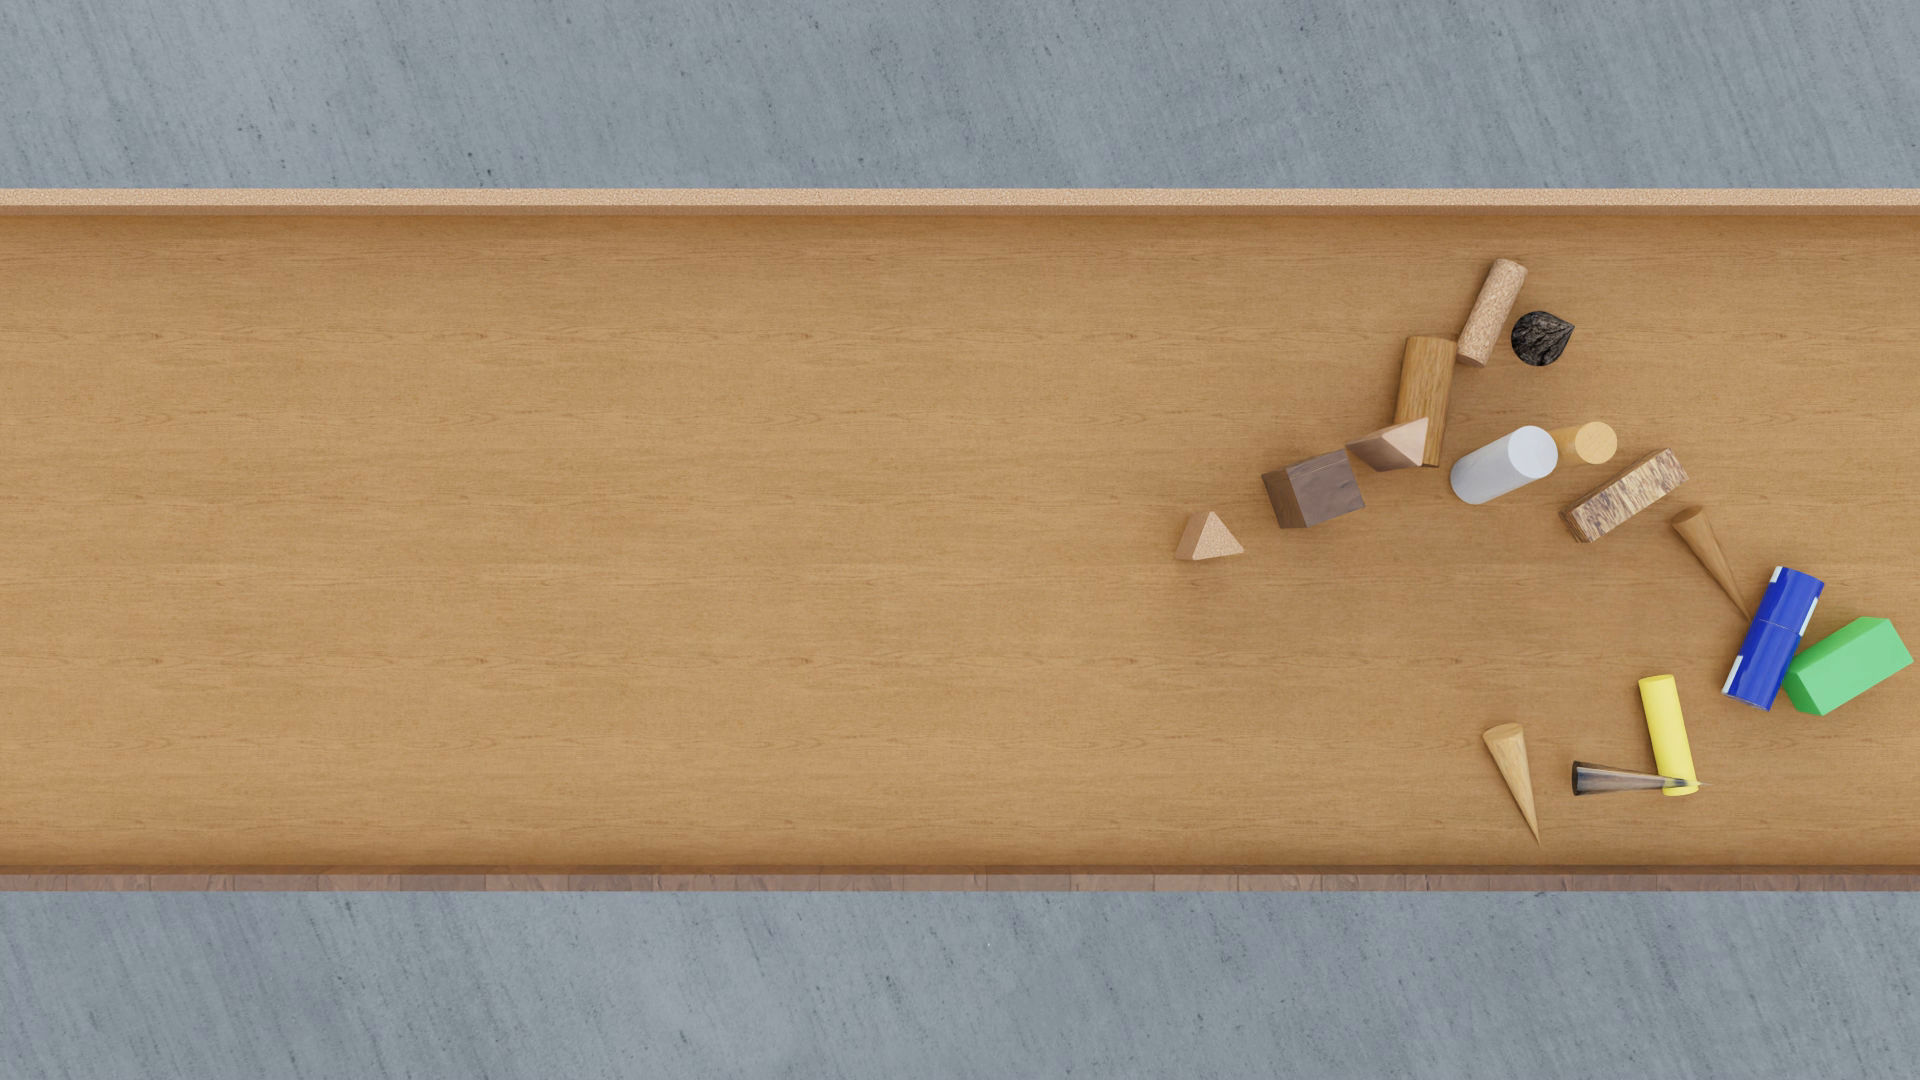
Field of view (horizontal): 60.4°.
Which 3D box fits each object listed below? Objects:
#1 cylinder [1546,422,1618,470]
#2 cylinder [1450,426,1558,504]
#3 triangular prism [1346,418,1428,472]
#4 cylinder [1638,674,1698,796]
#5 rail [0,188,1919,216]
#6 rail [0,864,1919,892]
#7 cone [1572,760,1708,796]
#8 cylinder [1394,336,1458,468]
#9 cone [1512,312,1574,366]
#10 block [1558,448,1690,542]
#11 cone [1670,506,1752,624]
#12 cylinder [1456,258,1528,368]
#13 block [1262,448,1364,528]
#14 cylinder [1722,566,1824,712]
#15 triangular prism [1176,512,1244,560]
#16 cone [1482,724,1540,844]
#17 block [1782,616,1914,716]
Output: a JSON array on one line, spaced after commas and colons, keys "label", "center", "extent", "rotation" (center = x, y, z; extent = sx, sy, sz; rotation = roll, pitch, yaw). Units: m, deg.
[{"label": "cylinder", "center": [1.789, -0.273, 4.857], "extent": [0.119, 0.438, 0.119], "rotation": [0, 90, 0]}, {"label": "cylinder", "center": [1.607, -0.218, 4.886], "extent": [0.154, 0.352, 0.154], "rotation": [2, 79, -10]}, {"label": "triangular prism", "center": [1.275, -0.297, 4.852], "extent": [0.137, 0.449, 0.119], "rotation": [39, 90, 0]}, {"label": "cylinder", "center": [2.158, 0.594, 5.026], "extent": [0.102, 0.102, 0.352], "rotation": [-12, 90, 0]}, {"label": "rail", "center": [-2.247, -1.025, 5.002], "extent": [12.000, 0.150, 0.050], "rotation": [0, 90, 0]}, {"label": "rail", "center": [-2.247, 1.025, 5.001], "extent": [12.000, 0.150, 0.050], "rotation": [0, 90, 0]}, {"label": "cone", "center": [2.068, 0.729, 4.985], "extent": [0.400, 0.107, 0.107], "rotation": [1, 90, 11]}, {"label": "cylinder", "center": [1.403, -0.417, 5.000], "extent": [0.153, 0.153, 0.376], "rotation": [8, 90, 0]}, {"label": "cone", "center": [1.781, -0.619, 4.925], "extent": [0.170, 0.303, 0.170], "rotation": [0, 90, 0]}, {"label": "block", "center": [2.018, -0.135, 5.021], "extent": [0.355, 0.112, 0.112], "rotation": [-33, 90, 0]}, {"label": "cone", "center": [2.330, 0.097, 5.051], "extent": [0.102, 0.102, 0.424], "rotation": [-34, 97, 0]}, {"label": "cylinder", "center": [1.614, -0.690, 5.024], "extent": [0.105, 0.105, 0.317], "rotation": [25, 90, 0]}, {"label": "block", "center": [1.040, -0.148, 4.883], "extent": [0.176, 0.388, 0.176], "rotation": [-20, 90, 0]}, {"label": "cylinder", "center": [2.466, 0.300, 5.006], "extent": [0.143, 0.143, 0.418], "rotation": [24, 90, 0]}, {"label": "triangular prism", "center": [0.725, -0.020, 4.883], "extent": [0.147, 0.387, 0.127], "rotation": [-9, 90, 0]}, {"label": "cone", "center": [1.719, 0.765, 5.046], "extent": [0.122, 0.122, 0.392], "rotation": [-21, 99, 0]}, {"label": "block", "center": [2.676, 0.381, 5.002], "extent": [0.319, 0.148, 0.148], "rotation": [-31, 90, 0]}]
